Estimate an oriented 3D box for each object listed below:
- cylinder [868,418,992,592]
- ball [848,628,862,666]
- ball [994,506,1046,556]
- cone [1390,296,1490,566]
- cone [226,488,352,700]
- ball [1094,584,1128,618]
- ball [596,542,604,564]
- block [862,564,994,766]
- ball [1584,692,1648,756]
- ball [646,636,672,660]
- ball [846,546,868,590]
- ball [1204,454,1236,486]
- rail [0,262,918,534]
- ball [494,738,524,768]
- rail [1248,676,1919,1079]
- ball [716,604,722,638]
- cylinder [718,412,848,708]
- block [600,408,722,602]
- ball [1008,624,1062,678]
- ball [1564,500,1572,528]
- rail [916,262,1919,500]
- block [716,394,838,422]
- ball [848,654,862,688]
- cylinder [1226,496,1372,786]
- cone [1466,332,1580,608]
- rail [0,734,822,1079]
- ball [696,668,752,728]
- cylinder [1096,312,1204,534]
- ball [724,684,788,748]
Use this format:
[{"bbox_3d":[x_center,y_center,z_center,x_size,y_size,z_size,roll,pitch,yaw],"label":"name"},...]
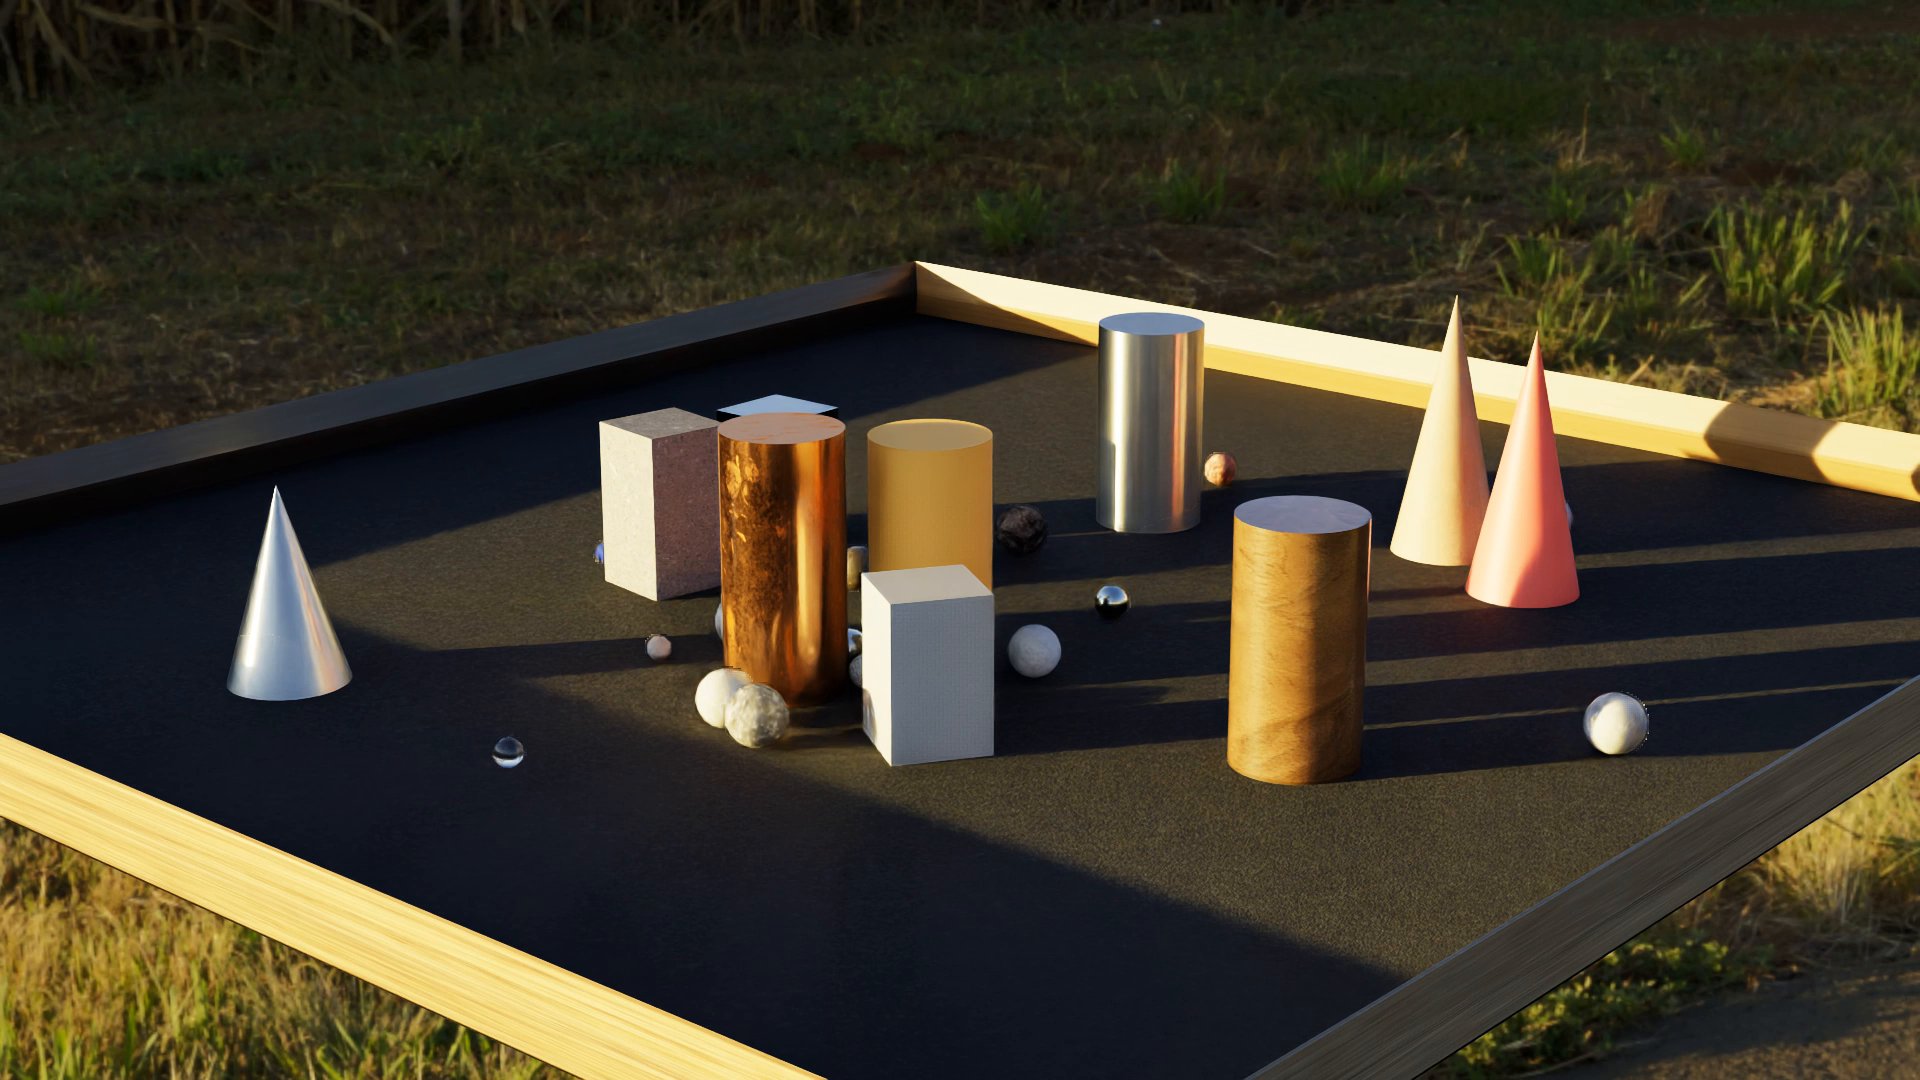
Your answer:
[{"bbox_3d":[-0.048,0.024,4.688,0.199,0.397,0.199,0,17,0],"label":"cylinder"},{"bbox_3d":[-0.179,0.177,4.750,0.067,0.067,0.067,0,17,0],"label":"ball"},{"bbox_3d":[0.111,-0.017,5.347,0.094,0.094,0.094,0,17,0],"label":"ball"},{"bbox_3d":[0.892,-0.212,5.327,0.199,0.479,0.199,0,17,0],"label":"cone"},{"bbox_3d":[-1.077,0.068,4.663,0.199,0.325,0.199,0,17,0],"label":"cone"},{"bbox_3d":[0.259,0.105,5.004,0.058,0.058,0.058,0,17,0],"label":"ball"},{"bbox_3d":[-0.638,0.022,5.306,0.043,0.043,0.043,0,17,0],"label":"ball"},{"bbox_3d":[-0.049,0.186,4.399,0.159,0.252,0.159,-5,17,-16],"label":"block"},{"bbox_3d":[0.979,0.275,4.381,0.094,0.094,0.094,0,17,0],"label":"ball"},{"bbox_3d":[-0.492,0.177,4.796,0.041,0.041,0.041,0,17,0],"label":"ball"},{"bbox_3d":[-0.179,0.050,5.154,0.078,0.078,0.078,0,17,0],"label":"ball"},{"bbox_3d":[0.516,-0.140,5.809,0.063,0.063,0.063,0,17,0],"label":"ball"},{"bbox_3d":[-1.188,-0.265,6.107,0.045,0.129,3.339,14,22,39],"label":"rail"},{"bbox_3d":[-0.667,0.314,4.333,0.046,0.046,0.046,0,17,0],"label":"ball"},{"bbox_3d":[1.188,0.330,4.132,0.045,0.129,3.339,14,22,39],"label":"rail"},{"bbox_3d":[-0.354,0.134,4.839,0.099,0.099,0.099,0,17,0],"label":"ball"},{"bbox_3d":[-0.277,0.031,4.611,0.199,0.428,0.199,0,17,0],"label":"cylinder"},{"bbox_3d":[-0.519,-0.065,5.165,0.159,0.291,0.159,-14,22,-38],"label":"block"},{"bbox_3d":[0.120,0.178,4.714,0.086,0.086,0.086,0,17,0],"label":"ball"},{"bbox_3d":[1.080,-0.038,5.410,0.099,0.099,0.099,0,17,0],"label":"ball"},{"bbox_3d":[1.079,-0.326,6.310,3.193,0.129,0.045,14,22,39],"label":"rail"},{"bbox_3d":[-0.337,-0.125,5.445,0.159,0.245,0.159,14,22,38],"label":"block"},{"bbox_3d":[-0.150,0.209,4.665,0.056,0.056,0.056,0,17,0],"label":"ball"},{"bbox_3d":[0.497,0.146,4.308,0.199,0.382,0.199,0,17,0],"label":"cylinder"},{"bbox_3d":[0.989,-0.135,5.091,0.199,0.469,0.199,0,17,0],"label":"cone"},{"bbox_3d":[-1.079,0.391,3.930,3.193,0.129,0.045,14,22,39],"label":"rail"},{"bbox_3d":[-0.359,0.243,4.489,0.092,0.092,0.092,0,17,0],"label":"ball"},{"bbox_3d":[0.358,-0.222,5.533,0.199,0.381,0.199,0,17,0],"label":"cylinder"},{"bbox_3d":[-0.306,0.265,4.409,0.096,0.096,0.096,0,17,0],"label":"ball"}]
